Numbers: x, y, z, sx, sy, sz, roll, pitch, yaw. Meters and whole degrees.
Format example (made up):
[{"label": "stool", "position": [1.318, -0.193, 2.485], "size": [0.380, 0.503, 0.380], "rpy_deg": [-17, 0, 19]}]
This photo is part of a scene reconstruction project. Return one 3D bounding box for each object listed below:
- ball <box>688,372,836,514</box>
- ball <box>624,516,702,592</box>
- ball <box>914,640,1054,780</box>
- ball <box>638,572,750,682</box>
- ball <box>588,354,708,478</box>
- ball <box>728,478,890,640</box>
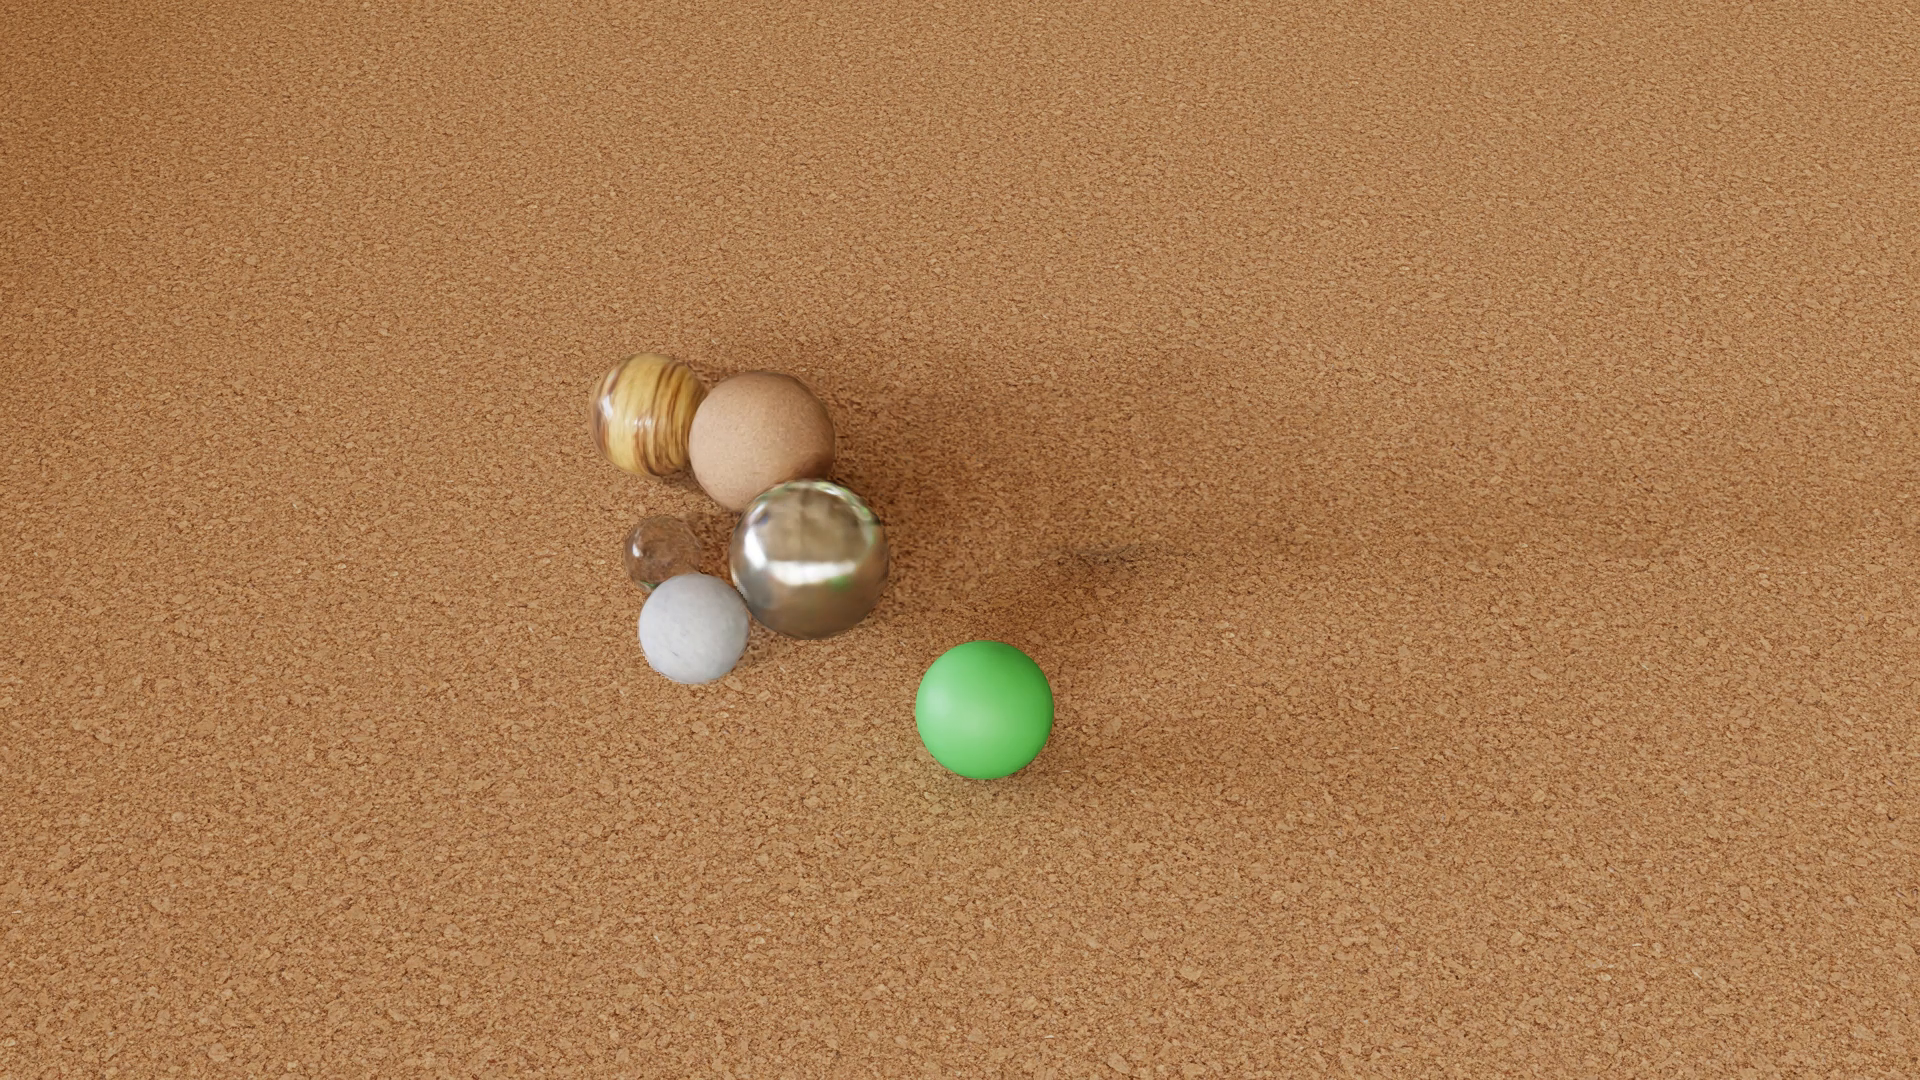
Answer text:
[{"label": "ball", "position": [-0.120, -0.058, 1.558], "size": [0.089, 0.089, 0.089], "rpy_deg": [0, 37, 0]}, {"label": "ball", "position": [-0.175, 0.009, 1.505], "size": [0.045, 0.045, 0.045], "rpy_deg": [0, 37, 0]}, {"label": "ball", "position": [0.013, 0.091, 1.373], "size": [0.074, 0.074, 0.074], "rpy_deg": [0, 37, 0]}, {"label": "ball", "position": [-0.149, 0.049, 1.439], "size": [0.062, 0.062, 0.062], "rpy_deg": [0, 37, 0]}, {"label": "ball", "position": [-0.192, -0.077, 1.594], "size": [0.076, 0.076, 0.076], "rpy_deg": [0, 37, 0]}, {"label": "ball", "position": [-0.086, 0.011, 1.465], "size": [0.092, 0.092, 0.092], "rpy_deg": [0, 37, 0]}]
